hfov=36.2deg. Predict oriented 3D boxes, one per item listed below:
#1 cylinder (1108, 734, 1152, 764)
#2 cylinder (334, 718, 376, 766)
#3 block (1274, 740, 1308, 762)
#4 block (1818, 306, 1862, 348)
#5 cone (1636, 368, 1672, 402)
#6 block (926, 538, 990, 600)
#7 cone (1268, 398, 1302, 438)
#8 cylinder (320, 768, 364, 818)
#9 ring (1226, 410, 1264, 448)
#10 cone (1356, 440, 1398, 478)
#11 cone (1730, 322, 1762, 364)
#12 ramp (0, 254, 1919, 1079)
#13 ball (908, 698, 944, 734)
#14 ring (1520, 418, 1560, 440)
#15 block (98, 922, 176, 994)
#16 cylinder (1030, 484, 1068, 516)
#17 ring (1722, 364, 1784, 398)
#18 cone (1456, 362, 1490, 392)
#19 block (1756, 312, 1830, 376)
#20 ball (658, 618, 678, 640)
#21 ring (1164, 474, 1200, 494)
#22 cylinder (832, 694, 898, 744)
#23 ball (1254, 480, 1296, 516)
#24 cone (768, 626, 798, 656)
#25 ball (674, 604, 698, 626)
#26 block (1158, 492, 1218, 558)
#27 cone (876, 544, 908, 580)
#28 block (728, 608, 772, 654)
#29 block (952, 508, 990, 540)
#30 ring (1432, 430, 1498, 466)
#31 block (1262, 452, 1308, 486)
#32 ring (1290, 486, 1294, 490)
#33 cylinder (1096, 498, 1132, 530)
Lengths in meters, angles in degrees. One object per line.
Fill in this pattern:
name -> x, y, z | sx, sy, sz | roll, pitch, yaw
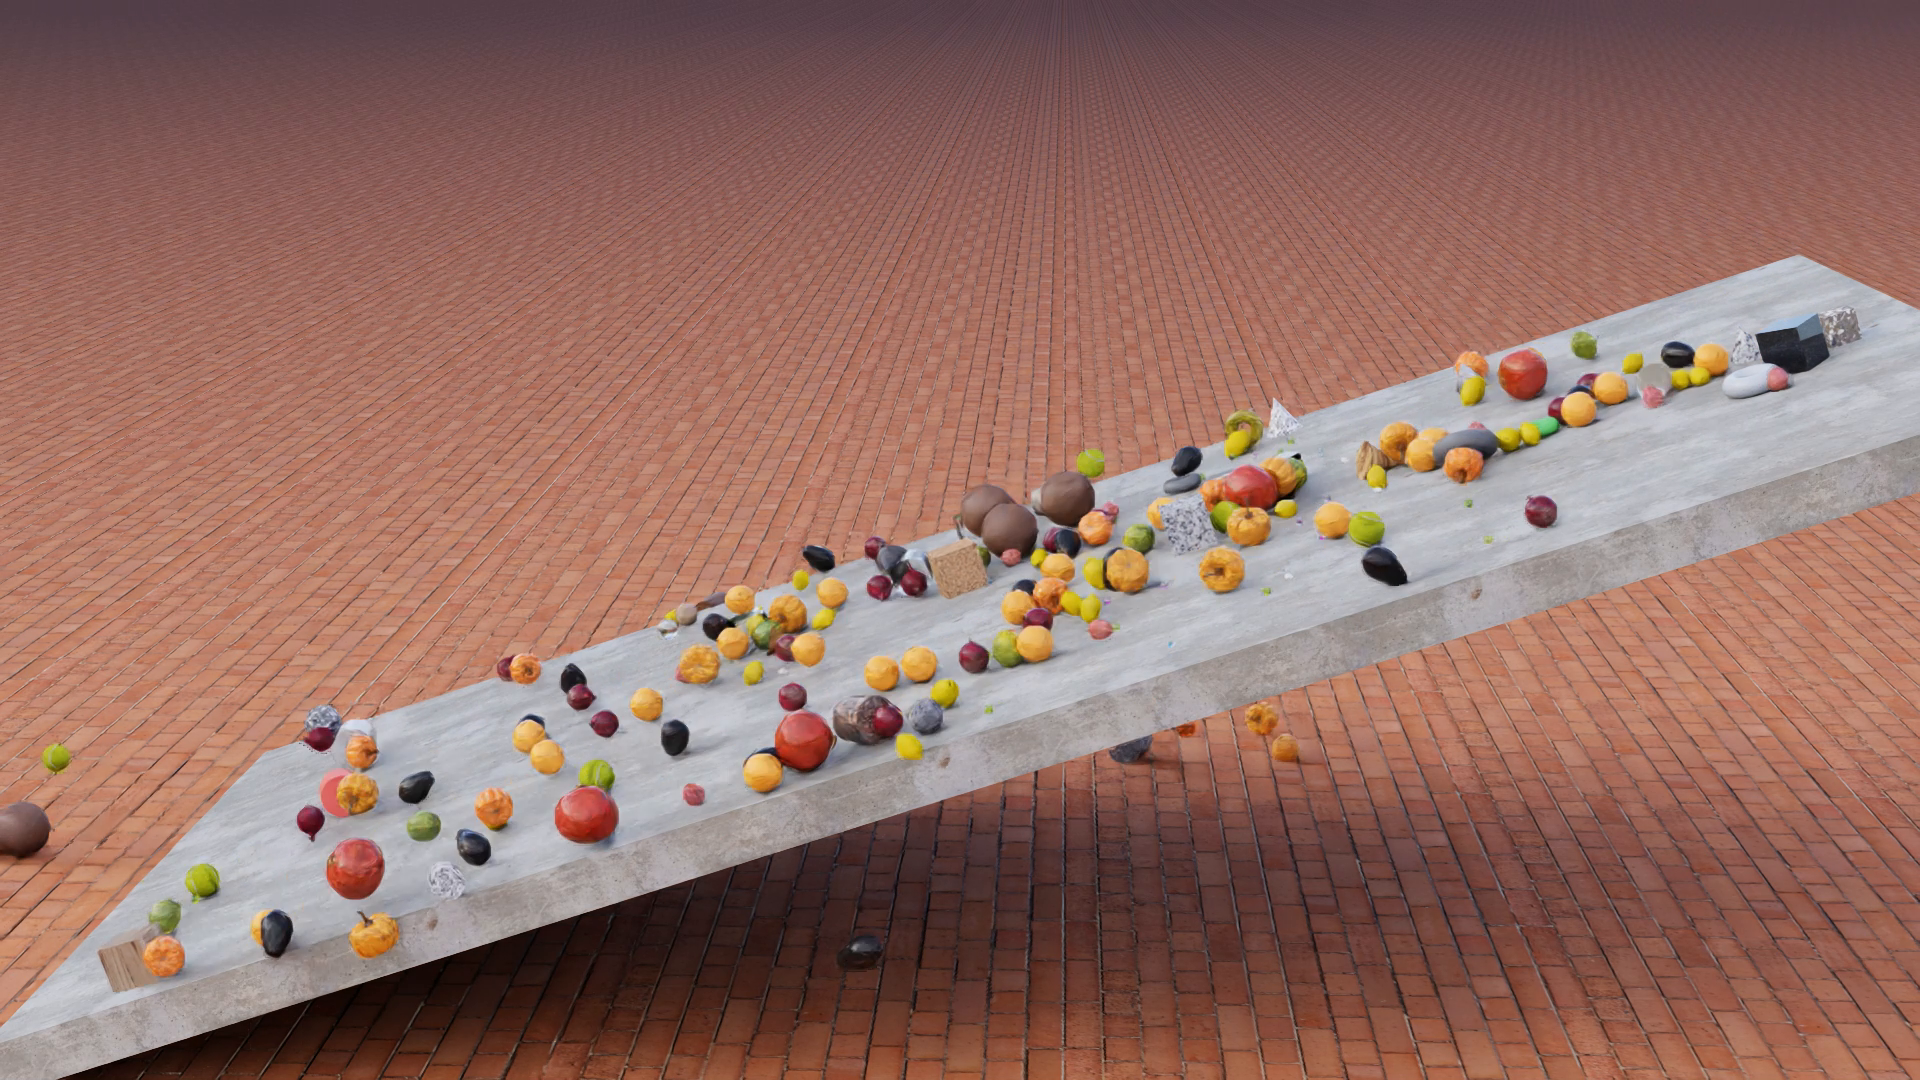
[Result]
cylinder -> 0.447, 0.533, 7.740 | 0.092, 0.092, 0.092 | 5, 13, 23
cylinder -> -1.422, 0.477, 6.916 | 0.092, 0.092, 0.092 | -1, 11, -6
block -> 0.874, 0.573, 7.756 | 0.054, 0.054, 0.054 | 19, 59, 47
block -> 1.800, -0.437, 6.028 | 0.065, 0.065, 0.065 | -19, 11, 2
cone -> 1.462, -0.323, 6.118 | 0.080, 0.080, 0.080 | 11, 14, 42
block -> -0.005, 0.063, 6.549 | 0.099, 0.099, 0.099 | -21, 11, -9
cone -> 0.769, -0.304, 7.077 | 0.088, 0.088, 0.088 | -18, 11, 4
cylinder -> -1.353, 0.553, 6.438 | 0.092, 0.092, 0.092 | -3, 6, -15
ring -> 0.679, -0.266, 7.015 | 0.093, 0.093, 0.031 | 3, 18, 15
cone -> 0.902, -0.165, 6.290 | 0.085, 0.085, 0.085 | 11, 9, -14
cone -> 1.645, -0.419, 6.171 | 0.077, 0.077, 0.077 | -18, 11, 4
ramp -> 0.106, 0.181, 6.306 | 4.000, 0.100, 2.000 | -18, 11, 6
ball -> -0.064, 0.325, 5.429 | 0.066, 0.066, 0.066 | 0, 12, 0
ring -> 1.207, -0.232, 6.126 | 0.083, 0.028, 0.083 | -19, 9, 3
block -> -1.569, 0.796, 5.605 | 0.090, 0.090, 0.090 | -17, 11, 13
cylinder -> 0.214, -0.098, 7.064 | 0.065, 0.065, 0.065 | -15, 4, 27
ring -> 1.583, -0.318, 5.872 | 0.122, 0.041, 0.122 | -19, 12, 4
cone -> 1.194, -0.369, 6.820 | 0.072, 0.072, 0.072 | 13, 15, 16
block -> 1.681, -0.393, 5.937 | 0.093, 0.093, 0.093 | -8, 15, 46
ball -> -0.708, 0.215, 7.130 | 0.050, 0.050, 0.050 | 0, 12, 0
ring -> 0.513, -0.130, 6.806 | 0.091, 0.030, 0.091 | -18, 9, 3
cylinder -> -0.179, 0.335, 5.512 | 0.090, 0.090, 0.090 | -8, 3, -33
ball -> 0.674, -0.082, 6.284 | 0.090, 0.090, 0.090 | 0, 12, 0
cone -> -0.392, 0.229, 6.568 | 0.068, 0.068, 0.068 | 7, 12, -4
ball -> -0.671, 0.183, 7.215 | 0.056, 0.056, 0.056 | 0, 12, 0
block -> 0.479, -0.032, 6.197 | 0.096, 0.096, 0.096 | -18, 11, 4
cone -> -0.163, 0.062, 6.827 | 0.086, 0.086, 0.086 | 2, 13, 11
block -> -0.475, 0.207, 6.704 | 0.075, 0.075, 0.075 | -22, 11, -16
block -> 0.025, -0.035, 7.092 | 0.061, 0.061, 0.061 | -22, 11, -14
ring -> 1.040, -0.190, 6.050 | 0.137, 0.046, 0.137 | -9, -17, -3
block -> 0.715, -0.152, 6.479 | 0.064, 0.064, 0.064 | -24, 12, -23
ring -> 0.685, -0.094, 6.342 | 0.077, 0.026, 0.077 | -19, 12, 4
cylinder -> 0.351, -0.052, 6.694 | 0.076, 0.076, 0.076 | 2, 14, 0
